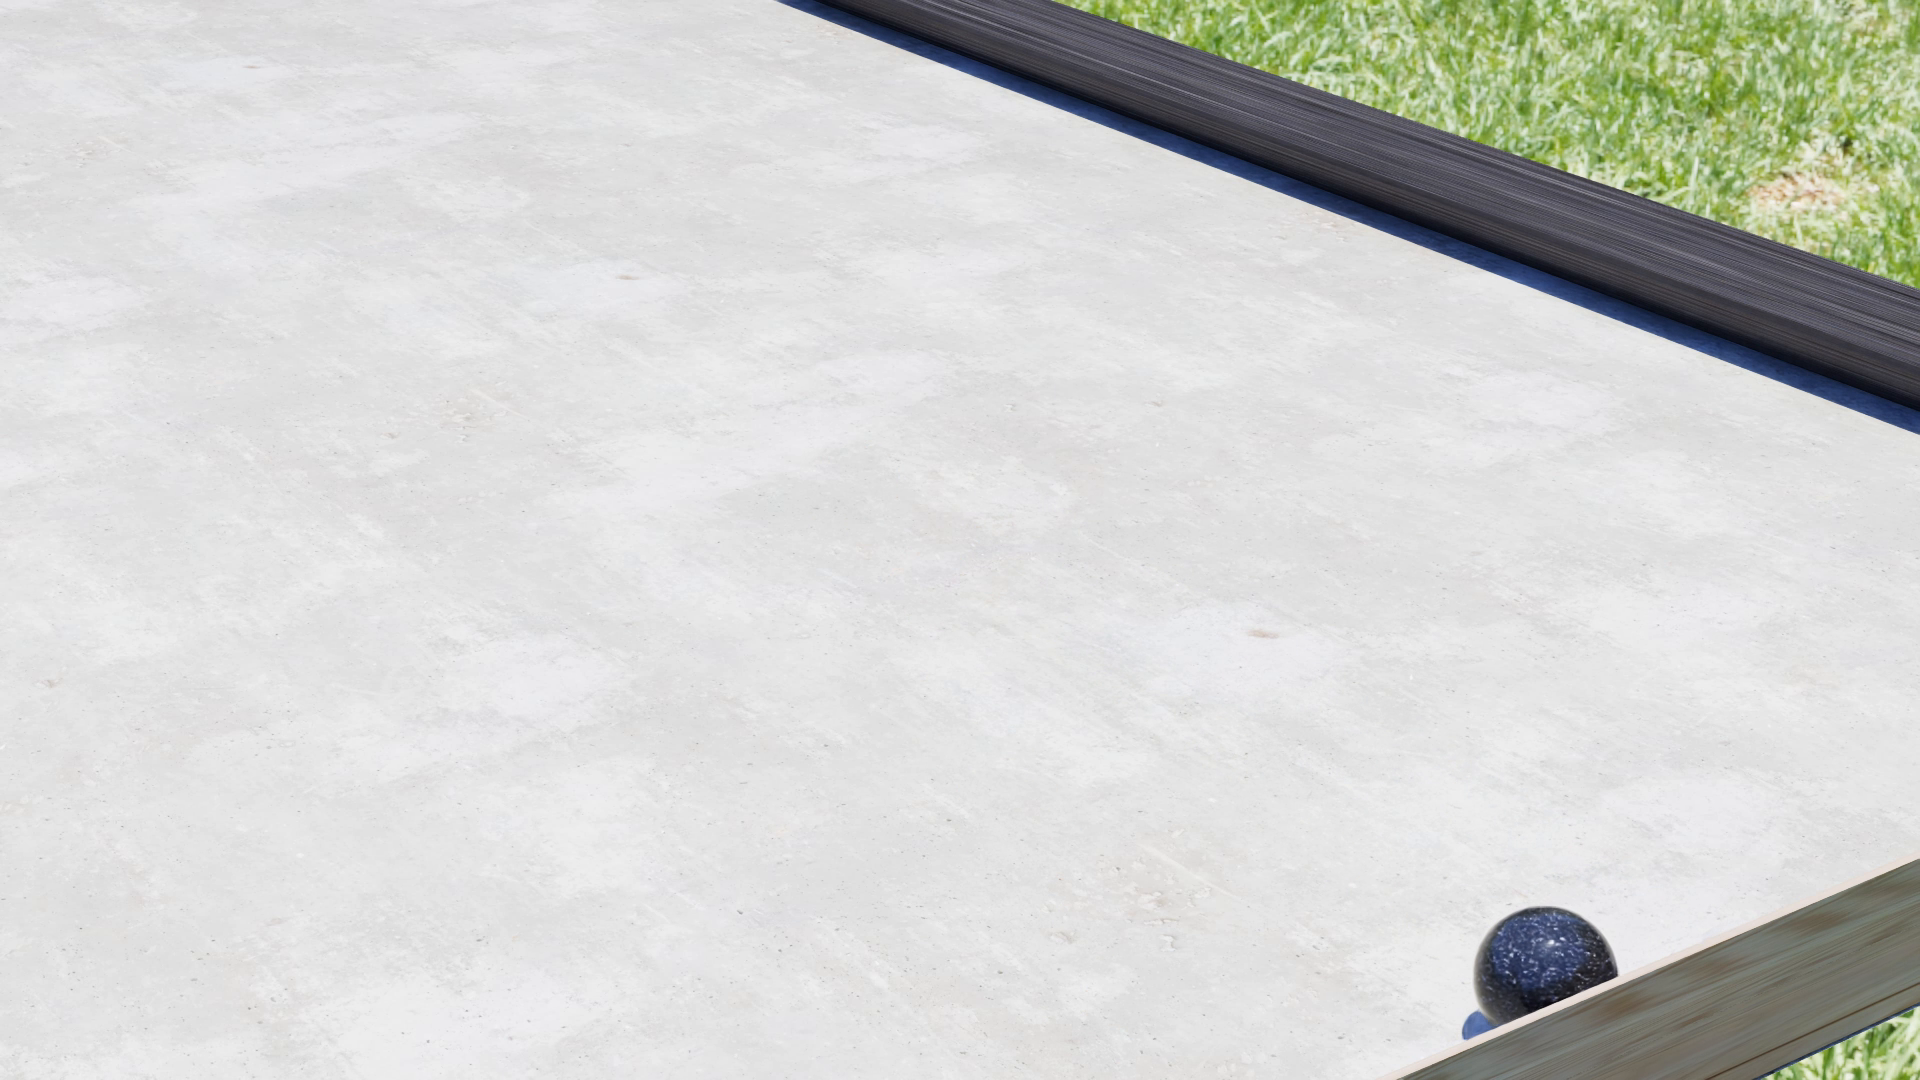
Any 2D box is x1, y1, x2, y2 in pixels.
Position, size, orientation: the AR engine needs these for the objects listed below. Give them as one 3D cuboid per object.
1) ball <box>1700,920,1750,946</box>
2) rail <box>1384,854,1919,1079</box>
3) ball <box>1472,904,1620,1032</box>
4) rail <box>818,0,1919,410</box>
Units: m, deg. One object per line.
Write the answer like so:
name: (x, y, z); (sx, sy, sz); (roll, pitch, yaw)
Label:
ball: (0.458, 0.246, 1.735); (0.043, 0.043, 0.043); (0, 24, 0)
rail: (0.444, 0.244, 1.656); (1.816, 0.108, 0.045); (-15, 28, -31)
ball: (0.334, 0.250, 1.677); (0.083, 0.083, 0.083); (0, 24, 0)
rail: (0.276, -0.492, 3.334); (0.045, 0.108, 3.273); (-15, 28, -31)
